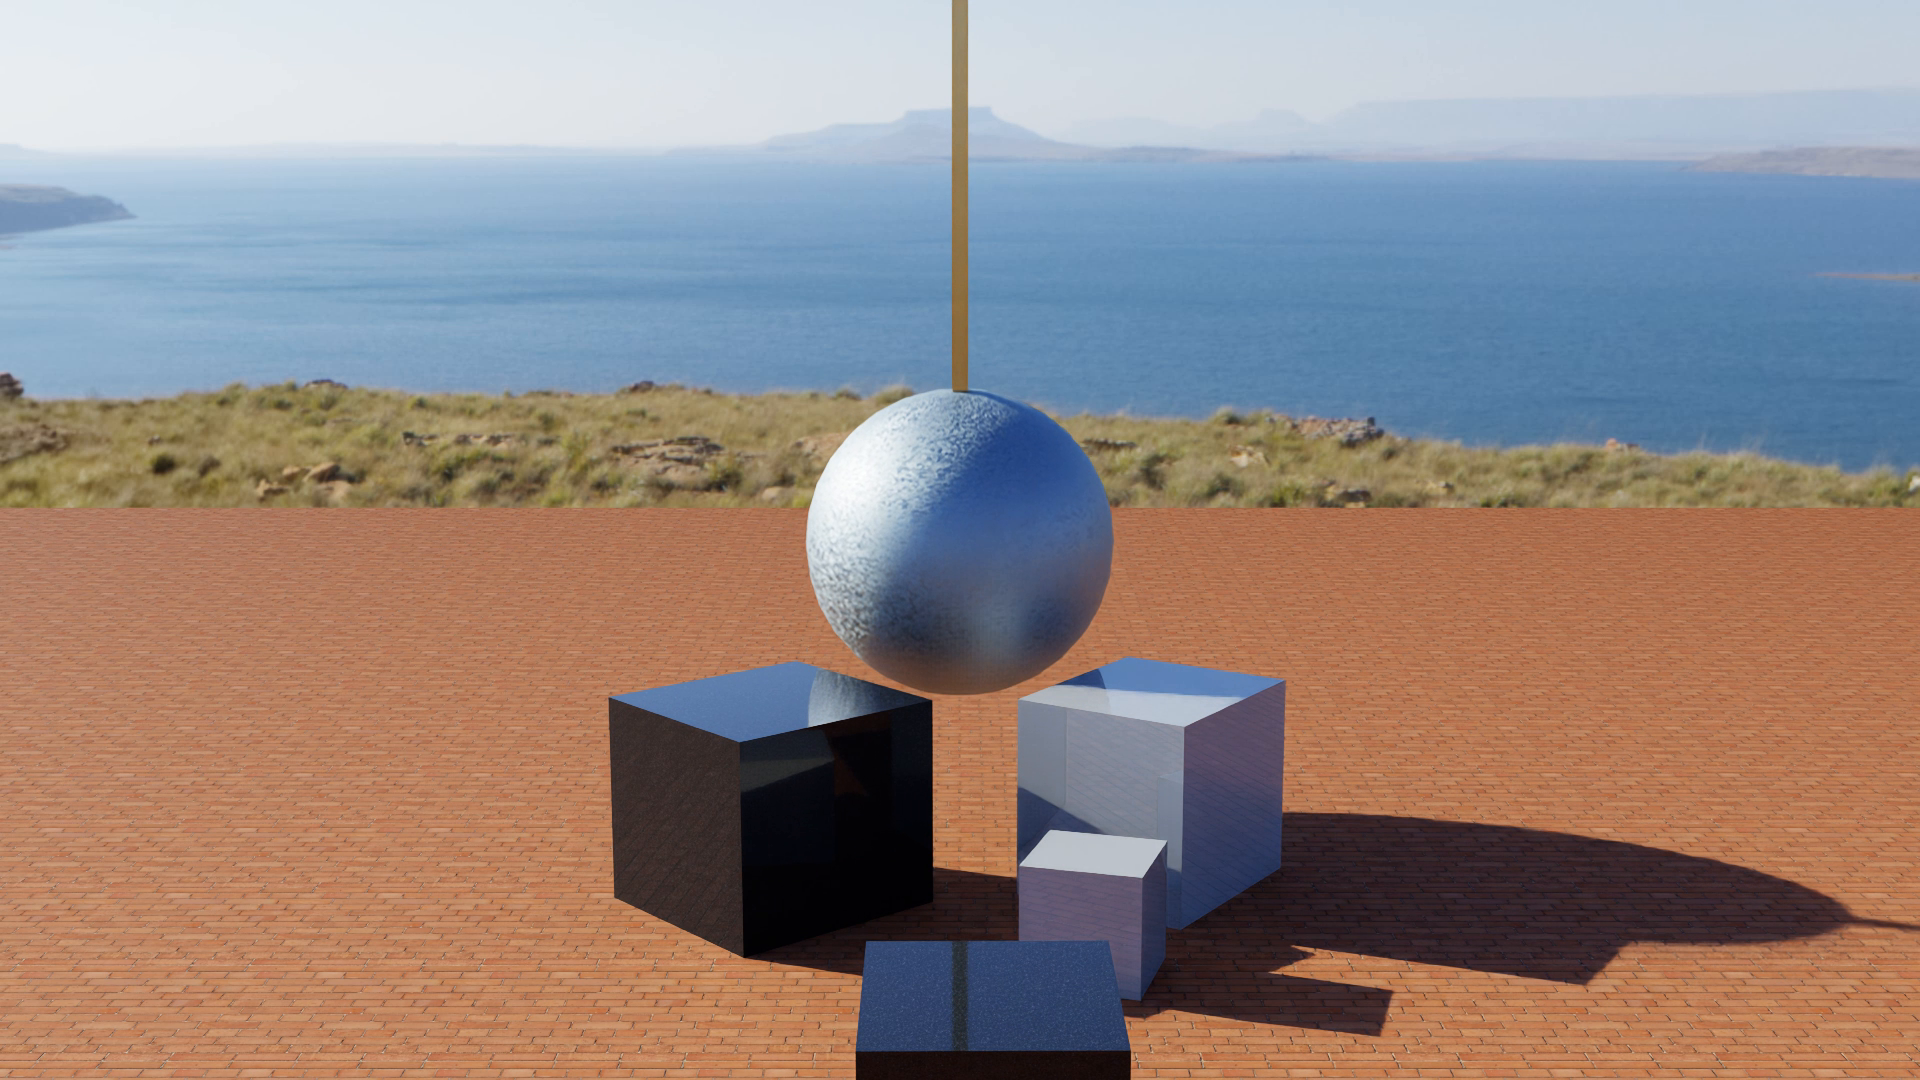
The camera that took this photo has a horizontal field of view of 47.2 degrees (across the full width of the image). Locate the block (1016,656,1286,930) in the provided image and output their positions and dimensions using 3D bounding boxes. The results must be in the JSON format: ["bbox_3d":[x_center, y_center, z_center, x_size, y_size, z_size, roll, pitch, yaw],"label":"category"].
[{"bbox_3d":[0.918,1.171,10.481,0.872,0.945,1.035,7,12,33],"label":"block"}]

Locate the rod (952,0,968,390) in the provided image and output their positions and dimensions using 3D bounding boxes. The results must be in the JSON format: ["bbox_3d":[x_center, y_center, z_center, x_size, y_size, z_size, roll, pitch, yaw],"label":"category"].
[{"bbox_3d":[0.000,-3.307,10.688,0.080,5.200,0.080,0,13,0],"label":"rod"}]

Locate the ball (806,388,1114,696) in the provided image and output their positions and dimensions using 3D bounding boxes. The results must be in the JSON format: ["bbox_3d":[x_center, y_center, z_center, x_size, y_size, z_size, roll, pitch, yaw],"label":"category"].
[{"bbox_3d":[0.000,0.010,11.433,1.600,1.600,1.600,0,10,0],"label":"ball"}]

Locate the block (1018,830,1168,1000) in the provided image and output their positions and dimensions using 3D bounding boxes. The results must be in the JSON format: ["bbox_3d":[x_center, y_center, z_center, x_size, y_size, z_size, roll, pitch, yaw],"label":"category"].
[{"bbox_3d":[0.570,1.586,9.356,0.523,0.531,0.507,3,11,17],"label":"block"}]

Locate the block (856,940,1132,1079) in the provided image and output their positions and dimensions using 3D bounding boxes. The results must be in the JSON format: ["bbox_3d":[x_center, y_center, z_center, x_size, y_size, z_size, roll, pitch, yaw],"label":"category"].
[{"bbox_3d":[0.094,1.847,6.953,0.807,0.879,0.899,0,10,0],"label":"block"}]

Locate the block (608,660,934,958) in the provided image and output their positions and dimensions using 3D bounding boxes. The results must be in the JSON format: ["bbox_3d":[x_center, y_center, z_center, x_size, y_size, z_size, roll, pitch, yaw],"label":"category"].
[{"bbox_3d":[-0.875,1.208,10.214,1.087,0.970,1.034,-9,14,-40],"label":"block"}]
